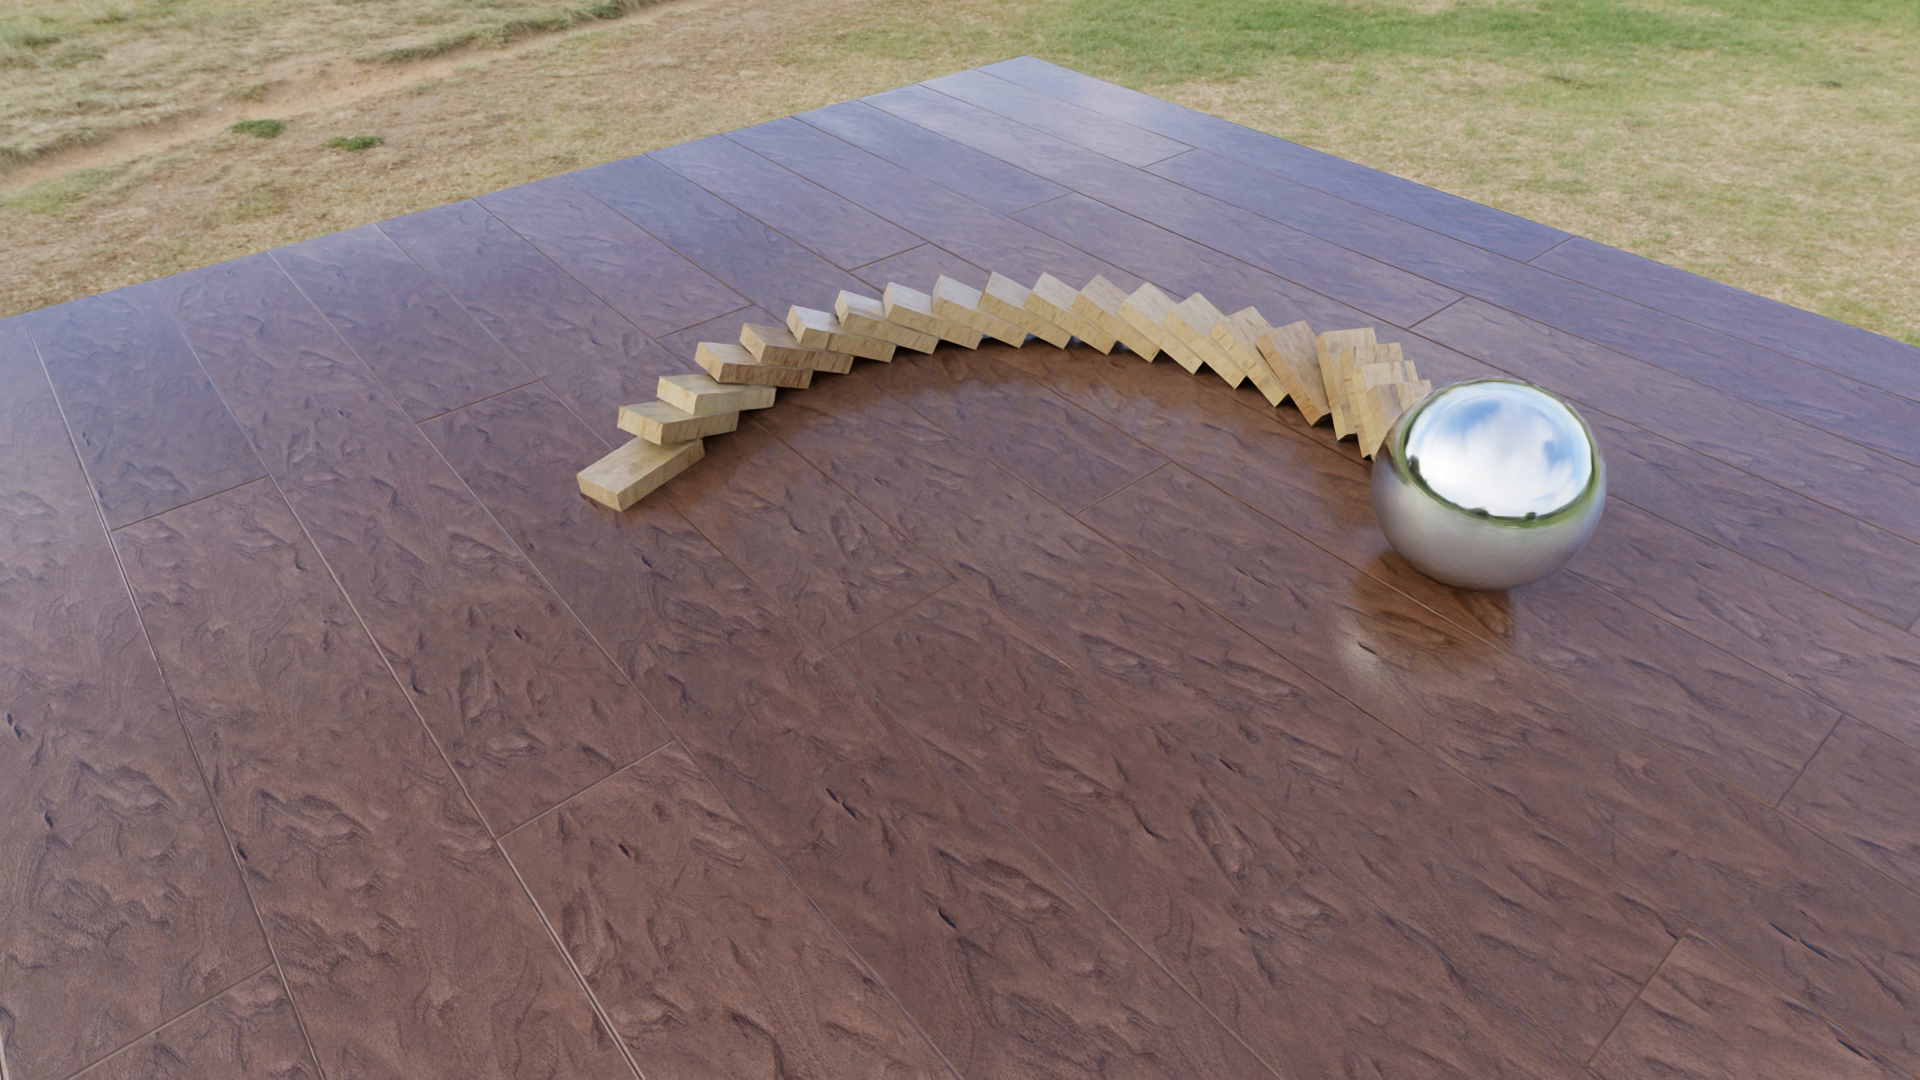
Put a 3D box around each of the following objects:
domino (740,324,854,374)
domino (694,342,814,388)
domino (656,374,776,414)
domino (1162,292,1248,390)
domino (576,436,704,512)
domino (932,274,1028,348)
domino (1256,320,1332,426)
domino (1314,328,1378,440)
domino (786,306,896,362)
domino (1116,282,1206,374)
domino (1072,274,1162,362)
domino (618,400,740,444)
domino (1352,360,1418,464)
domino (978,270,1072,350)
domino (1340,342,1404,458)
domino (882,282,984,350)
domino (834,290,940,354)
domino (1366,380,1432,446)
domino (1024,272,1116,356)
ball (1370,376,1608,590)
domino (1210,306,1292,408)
[{"bbox_3d":[-0.080,-0.094,0.543,0.050,0.010,0.025,1,32,-39],"label":"domino"},{"bbox_3d":[-0.099,-0.084,0.531,0.050,0.010,0.025,-2,32,-43],"label":"domino"},{"bbox_3d":[-0.113,-0.069,0.513,0.025,0.010,0.050,27,24,29],"label":"domino"},{"bbox_3d":[0.128,-0.100,0.550,0.050,0.010,0.025,46,54,12],"label":"domino"},{"bbox_3d":[-0.140,-0.033,0.484,0.025,0.009,0.050,23,45,26],"label":"domino"},{"bbox_3d":[0.010,-0.119,0.574,0.050,0.010,0.025,20,37,-14],"label":"domino"},{"bbox_3d":[0.166,-0.080,0.524,0.025,0.009,0.050,-19,69,-22],"label":"domino"},{"bbox_3d":[0.183,-0.072,0.509,0.025,0.009,0.050,-7,77,-8],"label":"domino"},{"bbox_3d":[-0.060,-0.104,0.555,0.050,0.010,0.025,6,33,-32],"label":"domino"},{"bbox_3d":[0.107,-0.108,0.560,0.050,0.010,0.025,41,50,8],"label":"domino"},{"bbox_3d":[0.085,-0.115,0.568,0.050,0.009,0.025,36,47,4],"label":"domino"},{"bbox_3d":[-0.126,-0.054,0.495,0.025,0.009,0.050,22,22,23],"label":"domino"},{"bbox_3d":[0.192,-0.053,0.486,0.025,0.010,0.050,-7,77,-8],"label":"domino"},{"bbox_3d":[0.036,-0.120,0.575,0.050,0.009,0.025,25,39,-7],"label":"domino"},{"bbox_3d":[0.191,-0.063,0.498,0.025,0.009,0.050,-6,77,-8],"label":"domino"},{"bbox_3d":[-0.014,-0.116,0.570,0.050,0.010,0.025,15,35,-20],"label":"domino"},{"bbox_3d":[-0.038,-0.112,0.564,0.050,0.010,0.025,12,34,-25],"label":"domino"},{"bbox_3d":[0.194,-0.043,0.474,0.025,0.009,0.050,-7,77,-8],"label":"domino"},{"bbox_3d":[0.060,-0.118,0.572,0.050,0.009,0.025,30,42,-3],"label":"domino"},{"bbox_3d":[0.197,-0.021,0.413,0.080,0.080,0.080,0,39,0],"label":"ball"},{"bbox_3d":[0.149,-0.090,0.538,0.025,0.010,0.050,-26,70,-28],"label":"domino"}]
